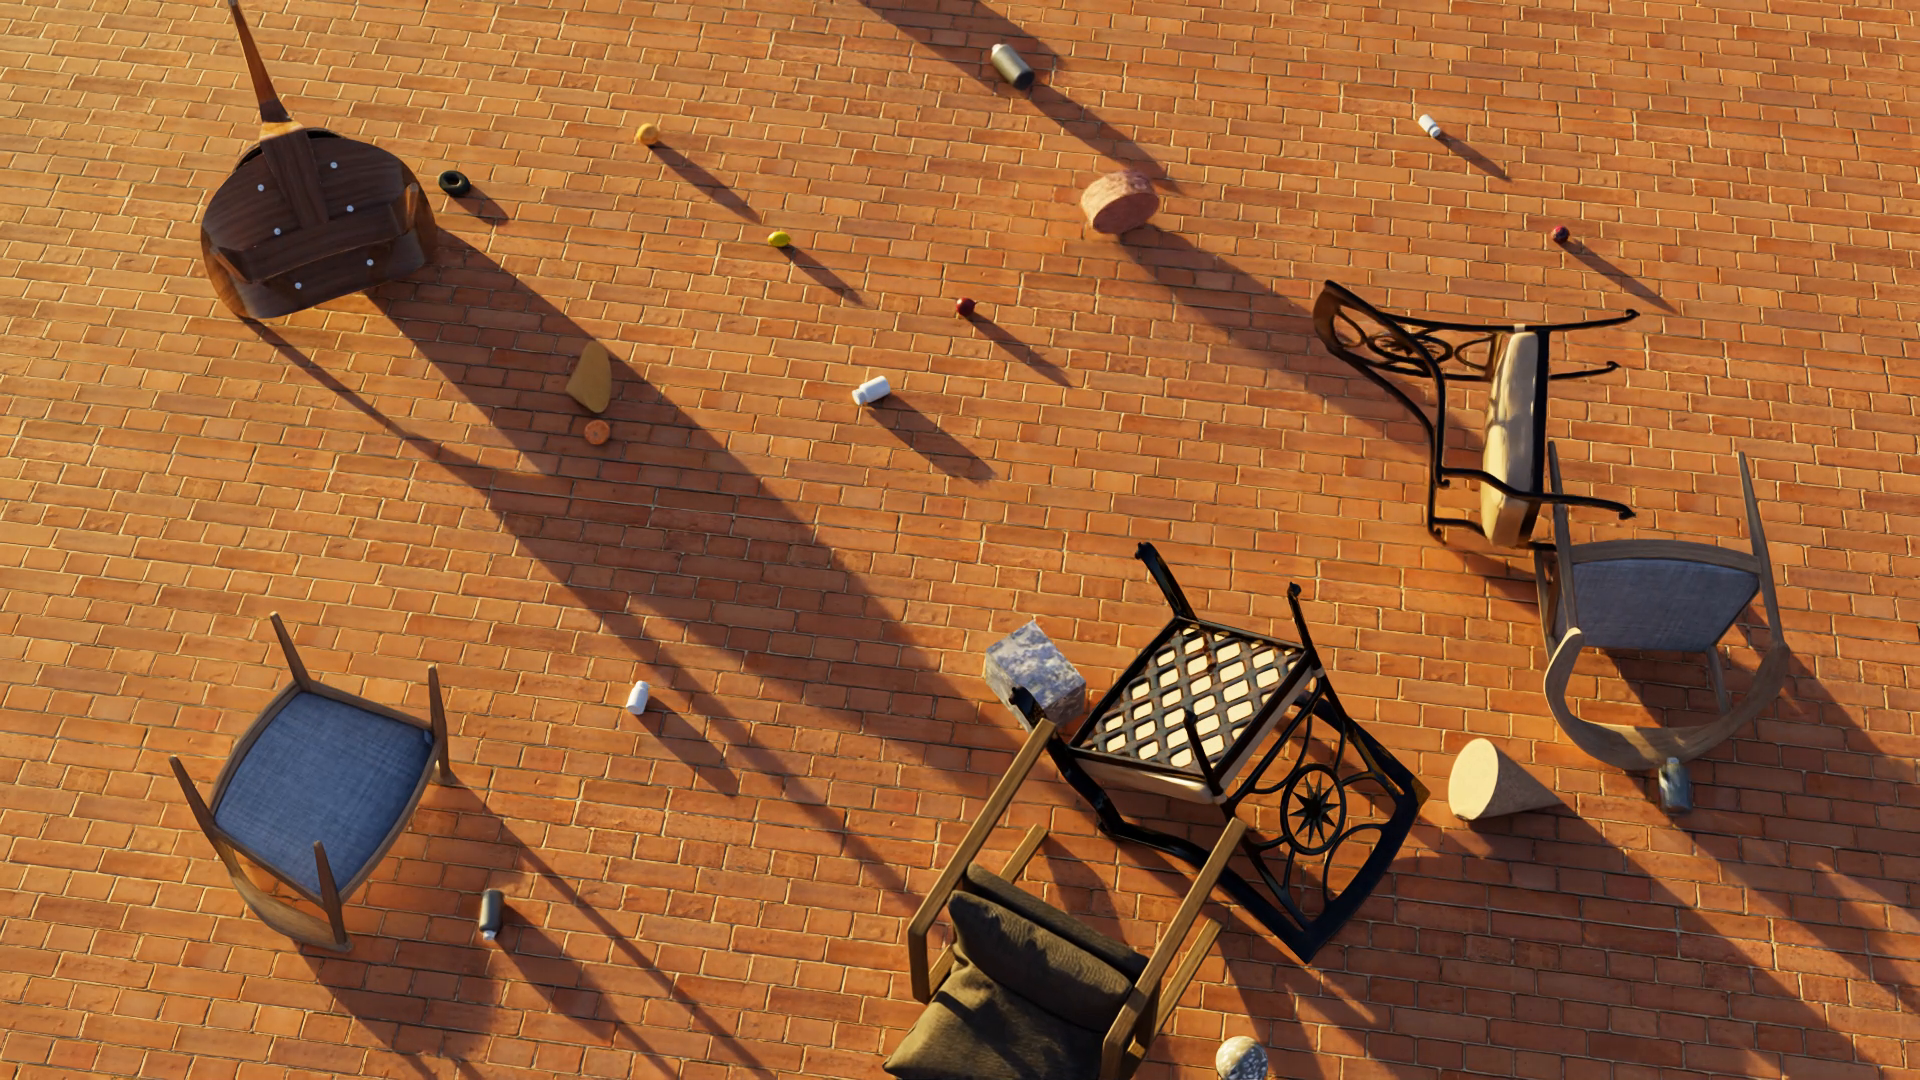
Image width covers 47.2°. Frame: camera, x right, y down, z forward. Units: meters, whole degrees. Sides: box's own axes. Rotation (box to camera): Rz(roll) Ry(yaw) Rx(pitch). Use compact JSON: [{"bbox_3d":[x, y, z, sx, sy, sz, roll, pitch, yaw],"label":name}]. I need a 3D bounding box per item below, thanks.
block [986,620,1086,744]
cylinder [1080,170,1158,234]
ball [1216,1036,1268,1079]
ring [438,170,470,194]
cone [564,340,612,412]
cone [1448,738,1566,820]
[{"bbox_3d":[0.211,0.399,6.196,0.163,0.183,0.247,-31,61,-19],"label":"block"},{"bbox_3d":[0.524,-1.107,7.204,0.235,0.184,0.105,-20,59,-3],"label":"cylinder"},{"bbox_3d":[0.718,1.332,5.599,0.134,0.134,0.134,0,56,0],"label":"ball"},{"bbox_3d":[-1.695,-1.197,7.360,0.122,0.029,0.089,33,63,19],"label":"ring"},{"bbox_3d":[-1.186,-0.489,6.863,0.126,0.151,0.273,-19,50,25],"label":"cone"},{"bbox_3d":[1.537,0.692,6.042,0.299,0.240,0.228,15,58,-16],"label":"cone"}]
